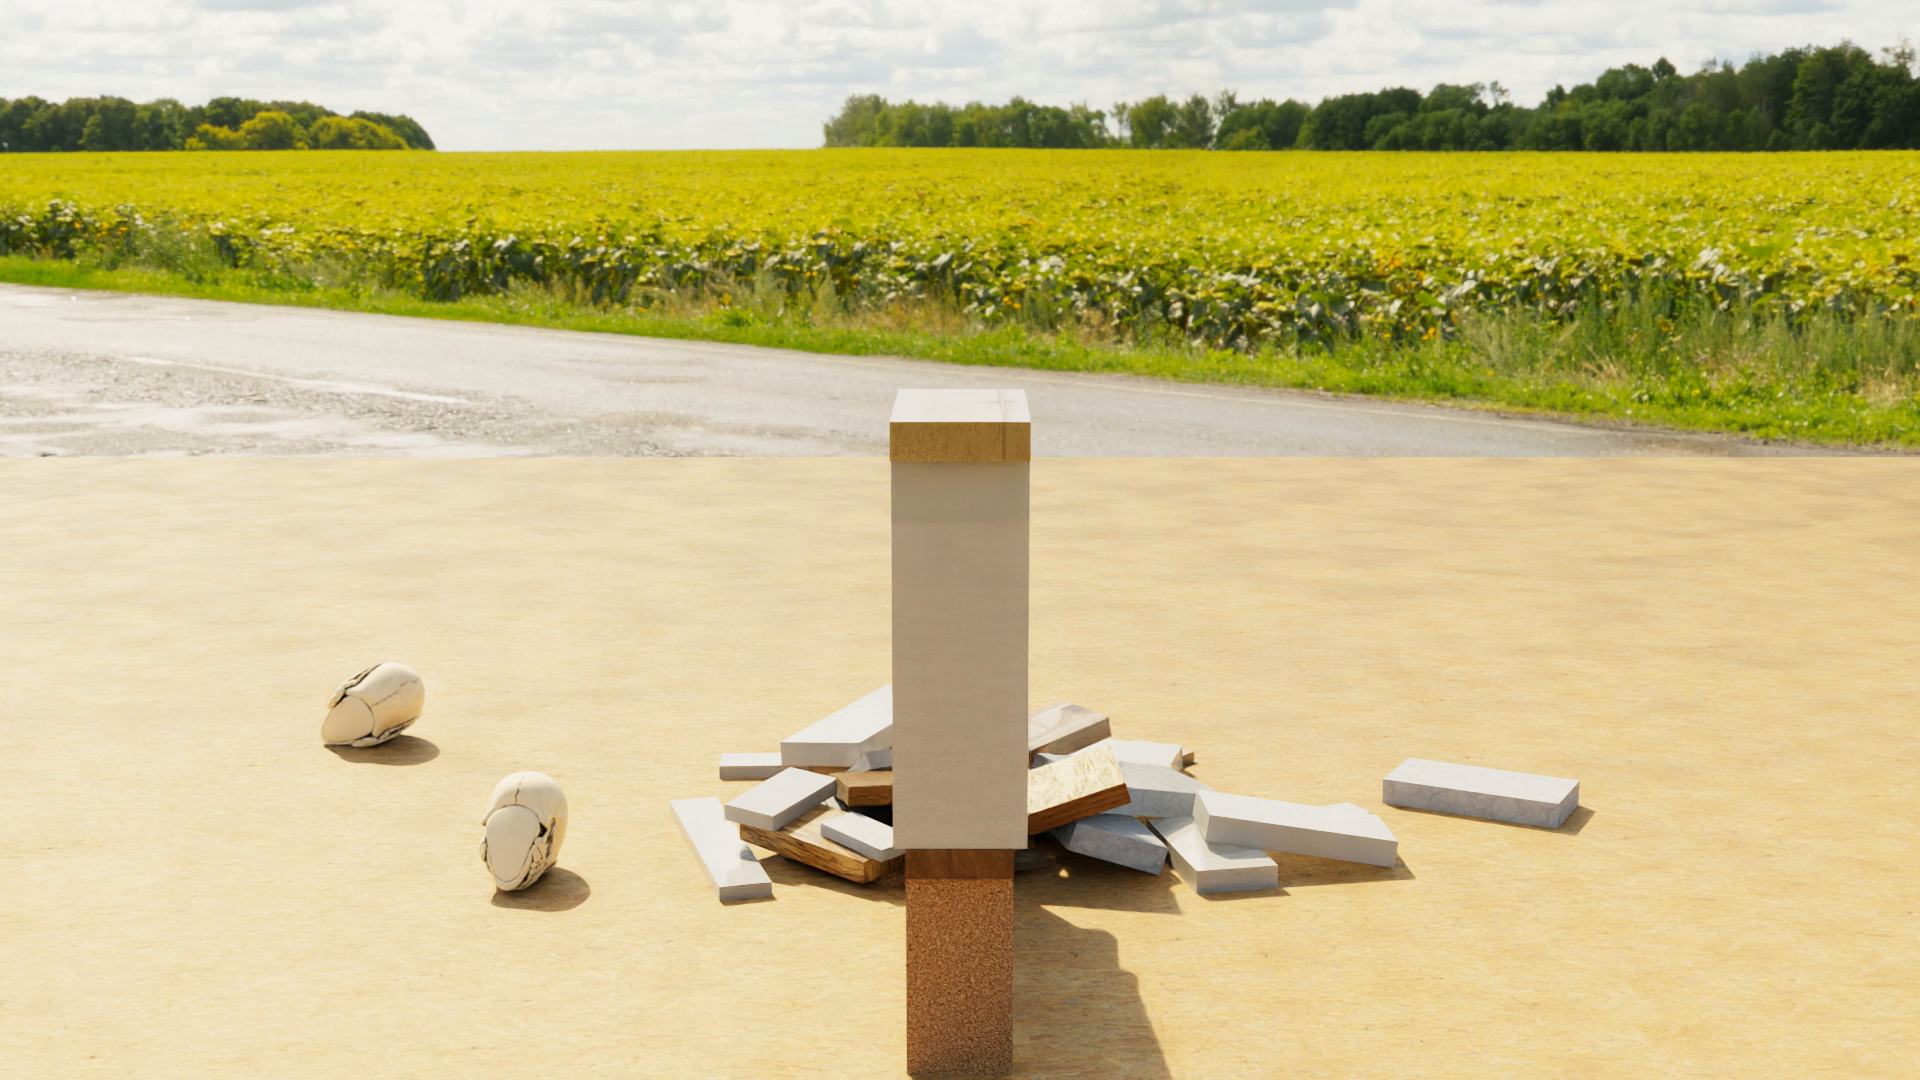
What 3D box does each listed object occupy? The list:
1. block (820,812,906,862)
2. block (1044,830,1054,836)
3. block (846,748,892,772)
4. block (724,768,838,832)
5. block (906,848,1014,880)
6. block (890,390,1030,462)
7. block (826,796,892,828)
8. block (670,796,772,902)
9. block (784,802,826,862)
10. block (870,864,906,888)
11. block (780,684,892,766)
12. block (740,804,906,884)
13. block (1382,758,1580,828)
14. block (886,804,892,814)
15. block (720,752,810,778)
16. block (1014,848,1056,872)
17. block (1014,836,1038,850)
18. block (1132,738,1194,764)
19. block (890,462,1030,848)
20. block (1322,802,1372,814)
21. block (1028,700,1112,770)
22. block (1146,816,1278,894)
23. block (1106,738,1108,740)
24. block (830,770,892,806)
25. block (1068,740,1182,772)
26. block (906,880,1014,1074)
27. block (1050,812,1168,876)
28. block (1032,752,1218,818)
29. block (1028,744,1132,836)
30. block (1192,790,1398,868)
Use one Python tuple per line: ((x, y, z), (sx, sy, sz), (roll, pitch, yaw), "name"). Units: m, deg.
((-0.158, 0.504, 3.742), (0.077, 0.022, 0.155), (-14, 22, -43), "block")
((0.112, 0.483, 4.027), (0.108, 0.031, 0.216), (18, 5, -12), "block")
((-0.091, 0.425, 4.182), (0.238, 0.034, 0.119), (-6, -24, -29), "block")
((-0.315, 0.457, 3.884), (0.102, 0.029, 0.204), (10, 18, 28), "block")
((0.000, 0.399, 3.023), (0.143, 0.040, 0.285), (0, 11, 0), "block")
((0.001, -0.155, 2.923), (0.176, 0.050, 0.353), (0, 11, 0), "block")
((-0.188, 0.498, 4.009), (0.108, 0.031, 0.216), (1, 15, -14), "block")
((-0.427, 0.539, 3.875), (0.089, 0.025, 0.497), (-3, 11, -17), "block")
((-0.288, 0.505, 3.969), (0.102, 0.029, 0.291), (-3, 16, -14), "block")
((-0.100, 0.567, 3.750), (0.105, 0.015, 0.053), (-10, 14, -42), "block")
((-0.178, 0.379, 4.557), (0.165, 0.047, 0.605), (-1, 7, 18), "block")
((-0.229, 0.516, 3.809), (0.285, 0.040, 0.143), (13, 20, 36), "block")
((0.984, 0.476, 4.156), (0.330, 0.047, 0.165), (6, 12, 28), "block")
((-0.086, 0.468, 4.034), (0.102, 0.029, 0.204), (-21, 3, -6), "block")
((-0.386, 0.447, 4.368), (0.177, 0.025, 0.089), (0, 11, -2), "block")
((0.078, 0.553, 3.777), (0.175, 0.015, 0.053), (-2, 13, -36), "block")
((0.080, 0.542, 3.889), (0.105, 0.015, 0.053), (-1, 11, -6), "block")
((0.398, 0.433, 4.462), (0.140, 0.020, 0.070), (9, 14, 41), "block")
((0.000, 0.146, 2.859), (0.176, 0.518, 0.050), (0, 11, 0), "block")
((0.678, 0.510, 4.043), (0.140, 0.020, 0.070), (-5, 12, -27), "block")
((0.127, 0.374, 4.072), (0.280, 0.040, 0.140), (-20, 21, -33), "block")
((0.434, 0.542, 3.814), (0.143, 0.040, 0.285), (-2, 11, -12), "block")
((0.274, 0.424, 4.510), (0.070, 0.020, 0.140), (-4, 11, -20), "block")
((-0.158, 0.445, 3.953), (0.119, 0.034, 0.238), (-1, 0, -11), "block")
((0.252, 0.439, 4.345), (0.349, 0.049, 0.175), (3, 11, 15), "block")
((-0.001, 0.577, 2.960), (0.143, 0.285, 0.040), (0, 11, 0), "block")
((0.205, 0.477, 3.983), (0.175, 0.049, 0.528), (18, 6, -17), "block")
((0.311, 0.450, 3.991), (0.349, 0.049, 0.175), (11, 8, -43), "block")
((0.102, 0.456, 3.771), (0.364, 0.040, 0.143), (-18, 23, 0), "block")
((0.584, 0.504, 3.853), (0.330, 0.047, 0.165), (8, 9, -3), "block")
